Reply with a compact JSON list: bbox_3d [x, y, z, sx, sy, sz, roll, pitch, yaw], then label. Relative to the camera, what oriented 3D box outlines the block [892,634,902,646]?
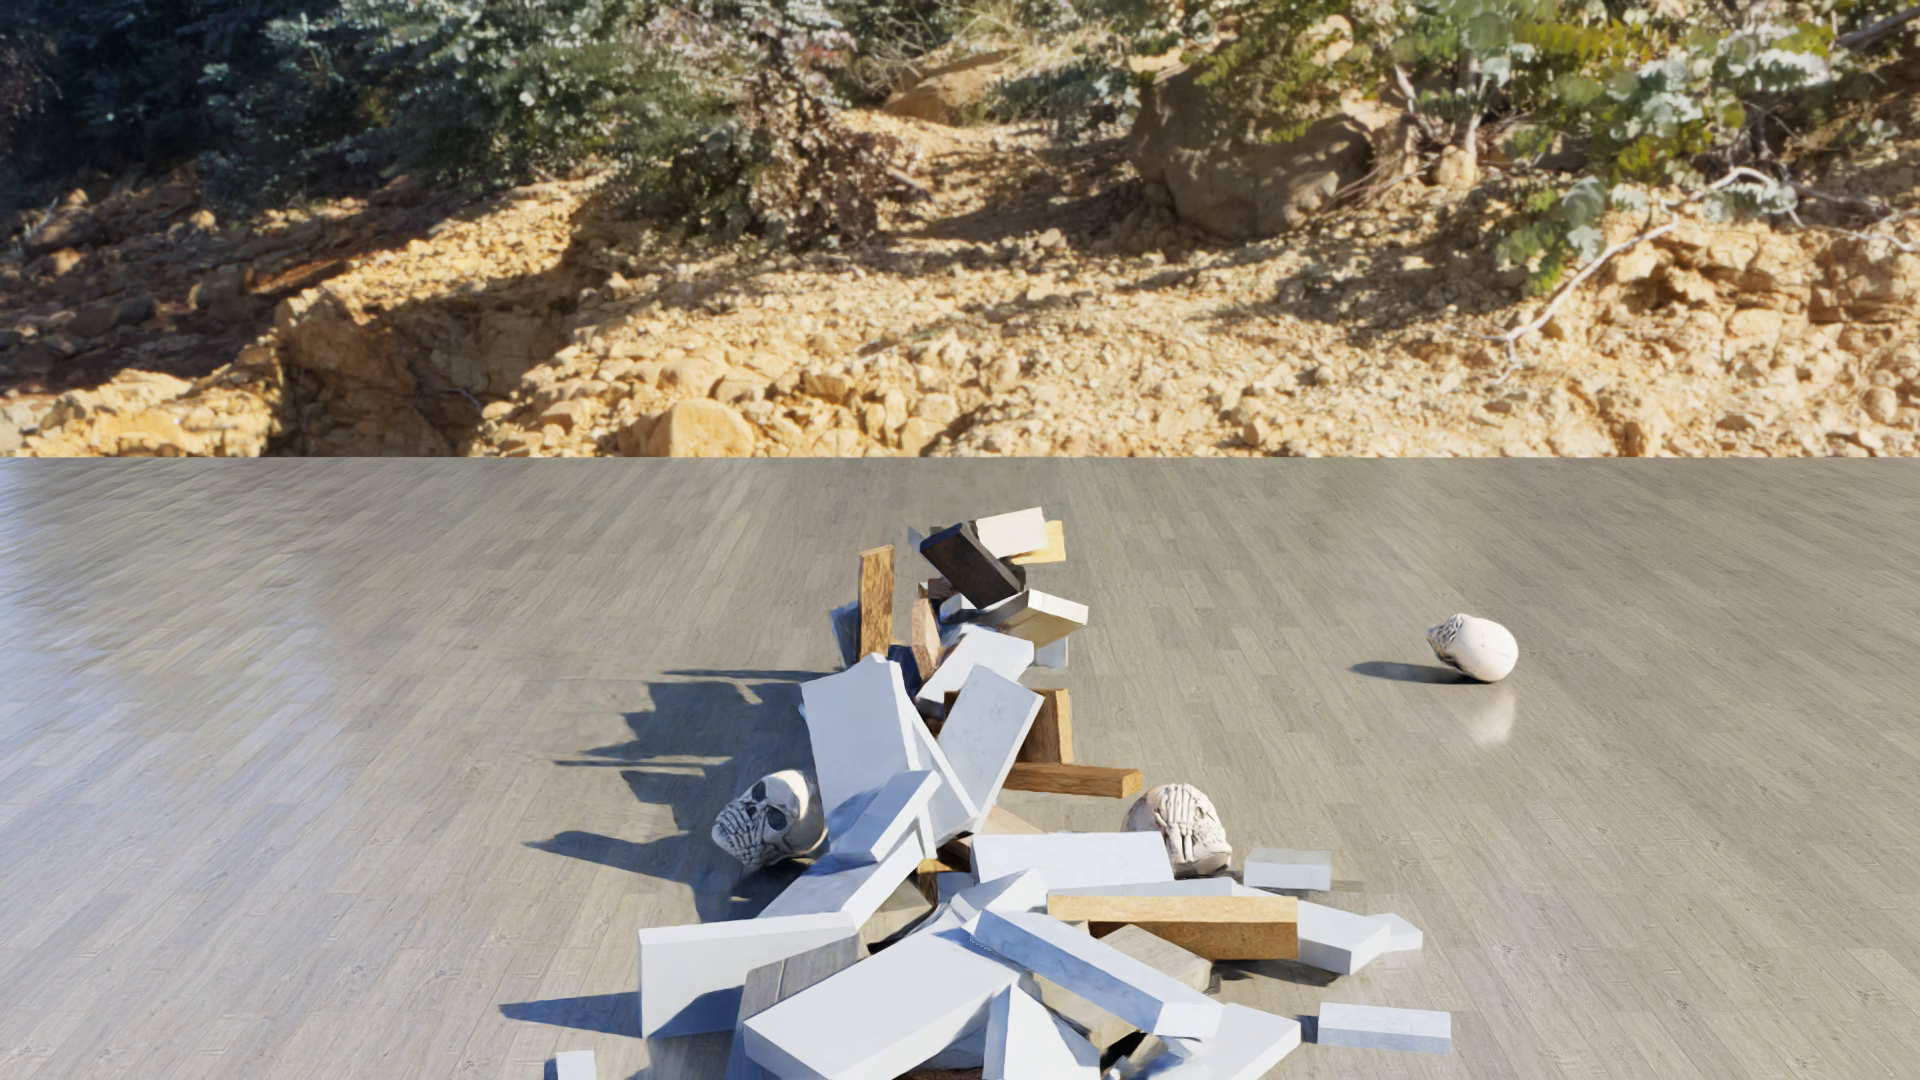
[{"bbox_3d":[-0.131,0.314,5.085,0.093,0.026,1.084,-2,11,-12],"label":"block"}]

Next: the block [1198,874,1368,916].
[{"bbox_3d":[0.521,0.576,3.570,0.267,0.038,0.134,1,-1,7],"label":"block"}]

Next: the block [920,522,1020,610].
[{"bbox_3d":[0.019,0.049,4.020,0.092,0.184,0.026,-25,37,28],"label":"block"}]

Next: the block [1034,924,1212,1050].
[{"bbox_3d":[0.204,0.623,3.048,0.145,0.041,0.290,20,24,37],"label":"block"}]

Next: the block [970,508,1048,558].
[{"bbox_3d":[0.091,-0.010,4.076,0.152,0.076,0.022,-12,0,-34],"label":"block"}]

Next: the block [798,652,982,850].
[{"bbox_3d":[-0.118,0.365,3.617,0.162,0.323,0.046,-37,-19,14],"label":"block"}]

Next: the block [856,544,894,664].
[{"bbox_3d":[-0.193,0.161,4.987,0.076,0.337,0.022,-14,39,-23],"label":"block"}]

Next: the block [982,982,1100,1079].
[{"bbox_3d":[0.097,0.678,2.653,0.150,0.043,0.301,39,21,-13],"label":"block"}]

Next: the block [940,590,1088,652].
[{"bbox_3d":[0.091,0.181,4.224,0.125,0.035,0.387,18,-25,-23],"label":"block"}]

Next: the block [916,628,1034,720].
[{"bbox_3d":[0.029,0.241,3.879,0.119,0.034,0.238,13,34,22],"label":"block"}]

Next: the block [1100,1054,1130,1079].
[{"bbox_3d":[0.174,0.703,2.814,0.014,0.101,0.050,45,28,8],"label":"block"}]

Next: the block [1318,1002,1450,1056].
[{"bbox_3d":[0.595,0.685,3.086,0.181,0.026,0.090,2,11,12],"label":"block"}]

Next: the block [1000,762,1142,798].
[{"bbox_3d":[0.032,0.397,3.750,0.544,0.034,0.119,2,1,21],"label":"block"}]

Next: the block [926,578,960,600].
[{"bbox_3d":[0.028,0.099,4.417,0.142,0.040,0.284,2,-3,-11],"label":"block"}]

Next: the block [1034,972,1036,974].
[{"bbox_3d":[0.121,0.663,3.037,0.145,0.041,0.290,14,21,24],"label":"block"}]

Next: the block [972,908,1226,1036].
[{"bbox_3d":[0.177,0.556,2.832,0.301,0.043,0.150,21,2,39],"label":"block"}]

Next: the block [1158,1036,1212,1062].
[{"bbox_3d":[0.285,0.635,2.789,0.050,0.014,0.101,39,8,20],"label":"block"}]

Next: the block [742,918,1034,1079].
[{"bbox_3d":[-0.087,0.596,2.786,0.338,0.048,0.169,-21,28,-38],"label":"block"}]

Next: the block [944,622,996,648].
[{"bbox_3d":[0.017,0.194,4.157,0.066,0.019,0.132,12,-24,-11],"label":"block"}]

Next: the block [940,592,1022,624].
[{"bbox_3d":[0.043,0.132,4.289,0.125,0.035,0.250,2,-9,-10],"label":"block"}]

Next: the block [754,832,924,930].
[{"bbox_3d":[-0.188,0.537,3.350,0.162,0.046,0.362,-16,5,18],"label":"block"}]

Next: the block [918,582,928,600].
[{"bbox_3d":[0.007,0.144,4.717,0.133,0.038,0.265,0,15,-16],"label":"block"}]

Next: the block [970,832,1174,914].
[{"bbox_3d":[0.180,0.536,3.487,0.310,0.044,0.155,0,37,-9],"label":"block"}]

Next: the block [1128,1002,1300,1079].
[{"bbox_3d":[0.307,0.686,2.822,0.108,0.031,0.348,9,18,35],"label":"block"}]

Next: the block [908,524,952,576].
[{"bbox_3d":[-0.002,0.023,4.555,0.142,0.040,0.357,3,10,-13],"label":"block"}]

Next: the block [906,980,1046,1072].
[{"bbox_3d":[-0.073,0.653,2.932,0.338,0.048,0.169,-11,7,28],"label":"block"}]

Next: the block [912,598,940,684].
[{"bbox_3d":[-0.061,0.187,3.960,0.026,0.092,0.184,-14,23,6],"label":"block"}]

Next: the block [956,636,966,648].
[{"bbox_3d":[0.020,0.217,3.980,0.066,0.019,0.132,9,27,14],"label":"block"}]

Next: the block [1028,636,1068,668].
[{"bbox_3d":[0.148,0.240,4.969,0.186,0.093,0.026,2,31,11],"label":"block"}]

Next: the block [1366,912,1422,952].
[{"bbox_3d":[0.620,0.620,3.438,0.181,0.026,0.090,-4,11,-19],"label":"block"}]

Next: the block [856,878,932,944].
[{"bbox_3d":[-0.147,0.577,3.465,0.155,0.044,0.311,-6,3,-11],"label":"block"}]
